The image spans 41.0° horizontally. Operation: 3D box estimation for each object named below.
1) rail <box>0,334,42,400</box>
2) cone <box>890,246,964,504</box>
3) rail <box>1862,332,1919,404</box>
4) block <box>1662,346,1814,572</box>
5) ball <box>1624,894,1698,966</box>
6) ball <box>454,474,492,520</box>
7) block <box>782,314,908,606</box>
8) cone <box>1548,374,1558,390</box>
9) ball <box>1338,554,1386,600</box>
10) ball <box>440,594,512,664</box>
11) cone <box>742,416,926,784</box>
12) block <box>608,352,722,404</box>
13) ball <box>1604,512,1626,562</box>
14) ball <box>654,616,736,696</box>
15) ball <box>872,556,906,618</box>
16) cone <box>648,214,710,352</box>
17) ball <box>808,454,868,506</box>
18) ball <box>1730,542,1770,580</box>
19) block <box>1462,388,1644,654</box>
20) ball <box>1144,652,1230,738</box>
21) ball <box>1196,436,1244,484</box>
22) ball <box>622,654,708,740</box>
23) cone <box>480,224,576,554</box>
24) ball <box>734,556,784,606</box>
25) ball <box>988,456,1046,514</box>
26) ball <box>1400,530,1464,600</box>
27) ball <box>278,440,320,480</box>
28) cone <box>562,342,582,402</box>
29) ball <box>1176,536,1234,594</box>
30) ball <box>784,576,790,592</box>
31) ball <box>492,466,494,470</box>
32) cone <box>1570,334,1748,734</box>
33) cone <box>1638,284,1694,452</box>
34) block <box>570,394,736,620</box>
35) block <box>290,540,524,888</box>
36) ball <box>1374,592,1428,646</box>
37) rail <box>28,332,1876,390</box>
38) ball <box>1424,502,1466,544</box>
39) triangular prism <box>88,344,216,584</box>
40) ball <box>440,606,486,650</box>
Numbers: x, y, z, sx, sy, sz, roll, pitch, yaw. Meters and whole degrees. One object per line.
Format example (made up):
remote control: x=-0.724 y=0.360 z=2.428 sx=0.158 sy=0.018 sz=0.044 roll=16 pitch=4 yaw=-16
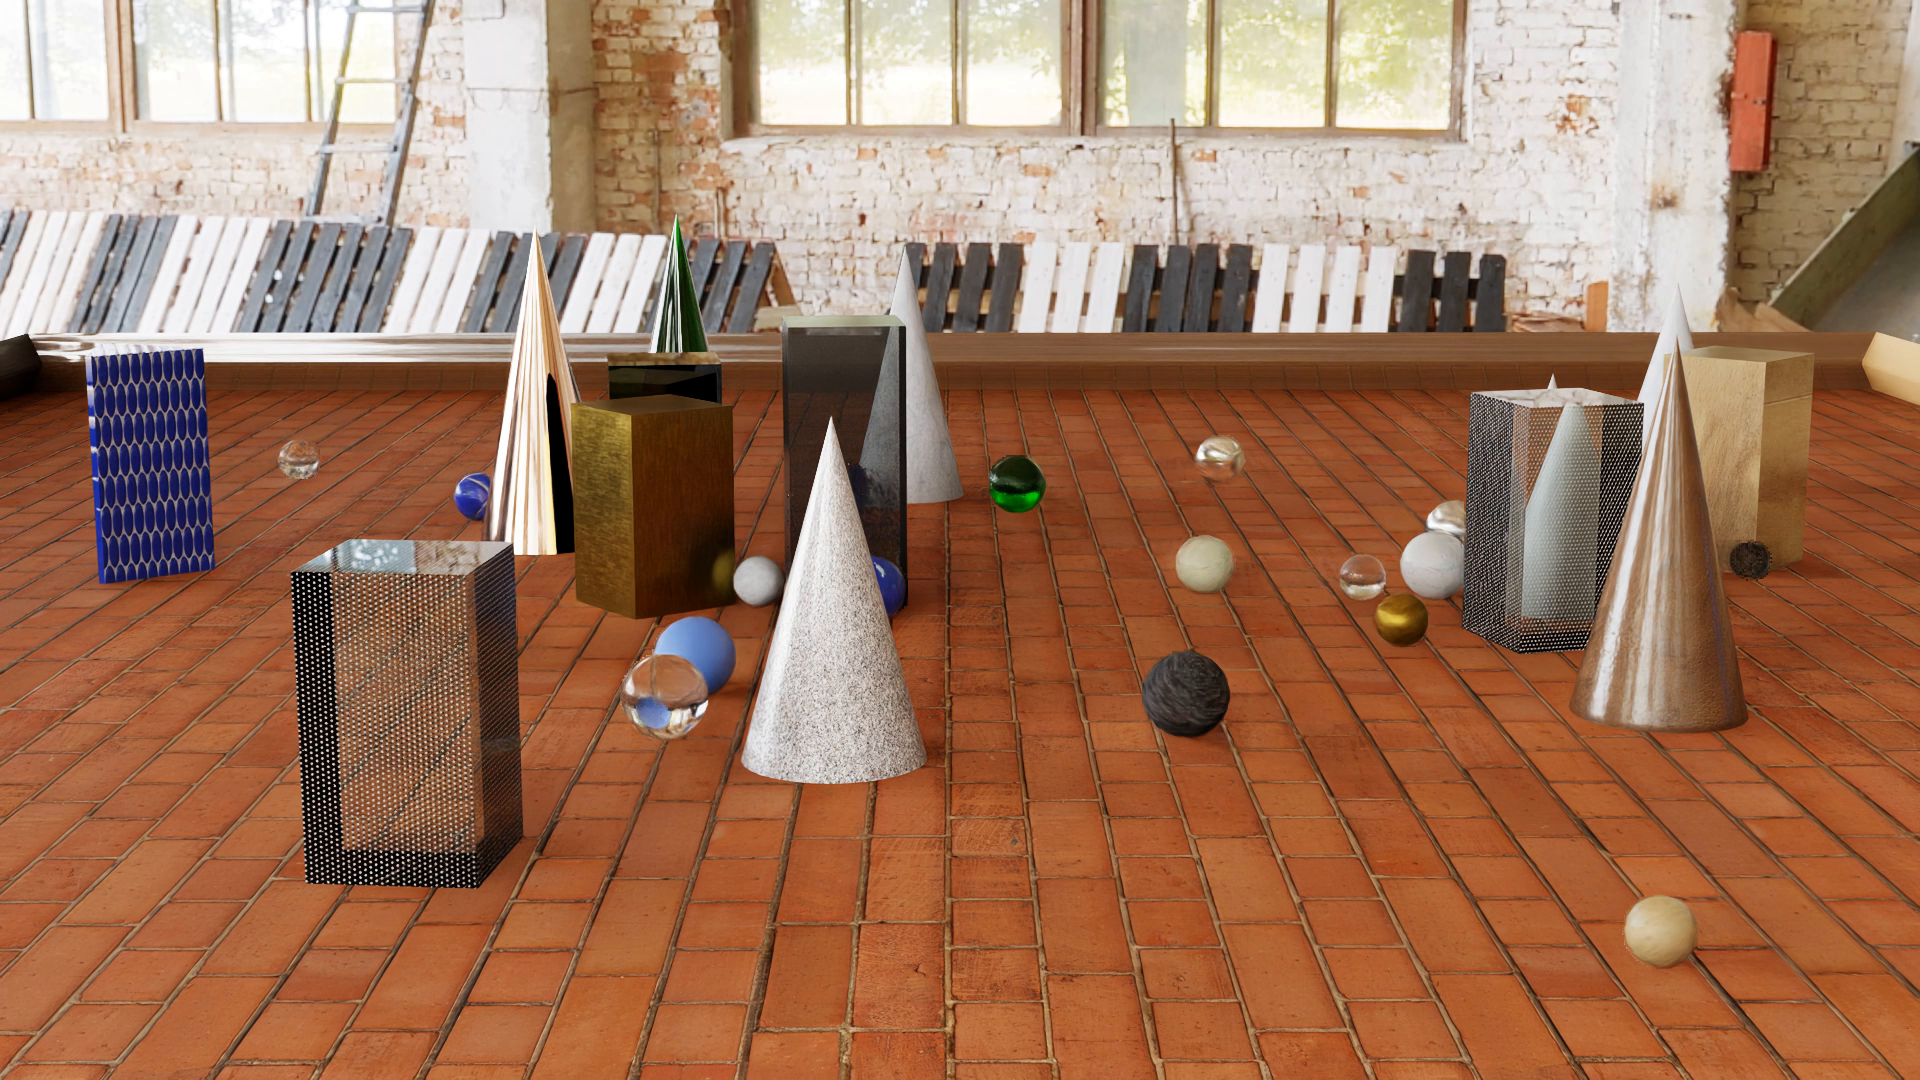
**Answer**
rail: x=-2.071 y=0.035 z=3.437 sx=0.045 sy=0.129 sz=4.824 roll=0 pitch=10 yaw=0
cone: x=-0.092 y=-0.288 z=4.374 sx=0.198 sy=0.426 sz=0.198 roll=0 pitch=10 yaw=0
rail: x=2.071 y=0.031 z=3.461 sx=0.045 sy=0.129 sz=4.824 roll=0 pitch=10 yaw=0
block: x=1.142 y=-0.121 z=3.789 sx=0.158 sy=0.310 sz=0.158 roll=10 pitch=14 yaw=42
ball: x=0.574 y=0.320 z=2.099 sx=0.058 sy=0.058 sz=0.058 roll=0 pitch=10 yaw=0
ball: x=-0.779 y=-0.069 z=4.150 sx=0.077 sy=0.077 sz=0.077 roll=0 pitch=10 yaw=0
block: x=-0.160 y=-0.111 z=3.534 sx=0.158 sy=0.383 sz=0.158 roll=-1 pitch=11 yaw=-7
cone: x=0.810 y=-0.074 z=3.531 sx=0.198 sy=0.312 sz=0.198 roll=0 pitch=10 yaw=0
ball: x=0.554 y=0.052 z=3.530 sx=0.064 sy=0.064 sz=0.064 roll=0 pitch=10 yaw=0
ball: x=-0.595 y=0.110 z=3.154 sx=0.087 sy=0.087 sz=0.087 roll=0 pitch=10 yaw=0
cone: x=-0.134 y=0.051 z=2.699 sx=0.198 sy=0.368 sz=0.198 roll=0 pitch=10 yaw=0
block: x=-0.429 y=-0.110 z=3.733 sx=0.158 sy=0.309 sz=0.158 roll=-2 pitch=11 yaw=-8
ball: x=0.976 y=0.005 z=3.690 sx=0.098 sy=0.098 sz=0.098 roll=0 pitch=10 yaw=0
ball: x=-0.308 y=0.136 z=2.991 sx=0.095 sy=0.095 sz=0.095 roll=0 pitch=10 yaw=0
ball: x=-0.116 y=0.065 z=3.391 sx=0.089 sy=0.089 sz=0.089 roll=0 pitch=10 yaw=0
cone: x=-0.543 y=-0.408 z=4.958 sx=0.198 sy=0.449 sz=0.198 roll=0 pitch=10 yaw=0
ball: x=-0.201 y=-0.094 z=4.223 sx=0.099 sy=0.099 sz=0.099 roll=0 pitch=10 yaw=0
ball: x=1.132 y=0.029 z=3.676 sx=0.055 sy=0.055 sz=0.055 roll=0 pitch=10 yaw=0
block: x=0.755 y=-0.028 z=3.279 sx=0.158 sy=0.312 sz=0.158 roll=-3 pitch=11 yaw=-16
ball: x=0.248 y=0.169 z=2.811 sx=0.095 sy=0.095 sz=0.095 roll=0 pitch=10 yaw=0
ball: x=0.458 y=-0.142 z=4.523 sx=0.084 sy=0.084 sz=0.084 roll=0 pitch=10 yaw=0
ball: x=-0.322 y=0.171 z=2.802 sx=0.094 sy=0.094 sz=0.094 roll=0 pitch=10 yaw=0
cone: x=-0.642 y=-0.237 z=3.919 sx=0.198 sy=0.490 sz=0.198 roll=0 pitch=10 yaw=0
ball: x=-0.274 y=0.057 z=3.492 sx=0.069 sy=0.069 sz=0.069 roll=0 pitch=10 yaw=0
ball: x=0.094 y=-0.091 z=4.221 sx=0.094 sy=0.094 sz=0.094 roll=0 pitch=10 yaw=0
ball: x=0.656 y=0.034 z=3.541 sx=0.094 sy=0.094 sz=0.094 roll=0 pitch=10 yaw=0
ball: x=-1.177 y=-0.143 z=4.567 sx=0.070 sy=0.070 sz=0.070 roll=0 pitch=10 yaw=0
cone: x=-0.679 y=-0.228 z=4.277 sx=0.198 sy=0.343 sz=0.198 roll=0 pitch=10 yaw=0
ball: x=0.341 y=0.034 z=3.582 sx=0.081 sy=0.081 sz=0.081 roll=0 pitch=10 yaw=0
ball: x=-0.197 y=0.070 z=3.404 sx=0.075 sy=0.075 sz=0.075 roll=0 pitch=10 yaw=0
ball: x=-0.774 y=-0.115 z=4.424 sx=0.066 sy=0.066 sz=0.066 roll=0 pitch=10 yaw=0
cone: x=0.797 y=-0.016 z=2.889 sx=0.198 sy=0.431 sz=0.198 roll=0 pitch=10 yaw=0
cone: x=1.255 y=-0.278 z=4.517 sx=0.198 sy=0.354 sz=0.198 roll=0 pitch=10 yaw=0
block: x=-0.418 y=-0.049 z=3.497 sx=0.158 sy=0.274 sz=0.158 roll=-8 pitch=13 yaw=-37
block: x=-0.504 y=0.156 z=2.357 sx=0.158 sy=0.287 sz=0.158 roll=1 pitch=11 yaw=5
ball: x=0.560 y=0.101 z=3.253 sx=0.068 sy=0.068 sz=0.068 roll=0 pitch=10 yaw=0
rail: x=-0.014 y=-0.402 z=5.797 sx=4.189 sy=0.129 sz=0.045 roll=0 pitch=10 yaw=0
ball: x=0.738 y=-0.016 z=3.836 sx=0.085 sy=0.085 sz=0.085 roll=0 pitch=10 yaw=0
triangular prism: x=-1.204 y=-0.118 z=3.732 sx=0.171 sy=0.325 sz=0.148 roll=-9 pitch=14 yaw=-39
ball: x=-0.624 y=0.111 z=3.229 sx=0.057 sy=0.057 sz=0.057 roll=0 pitch=10 yaw=0
